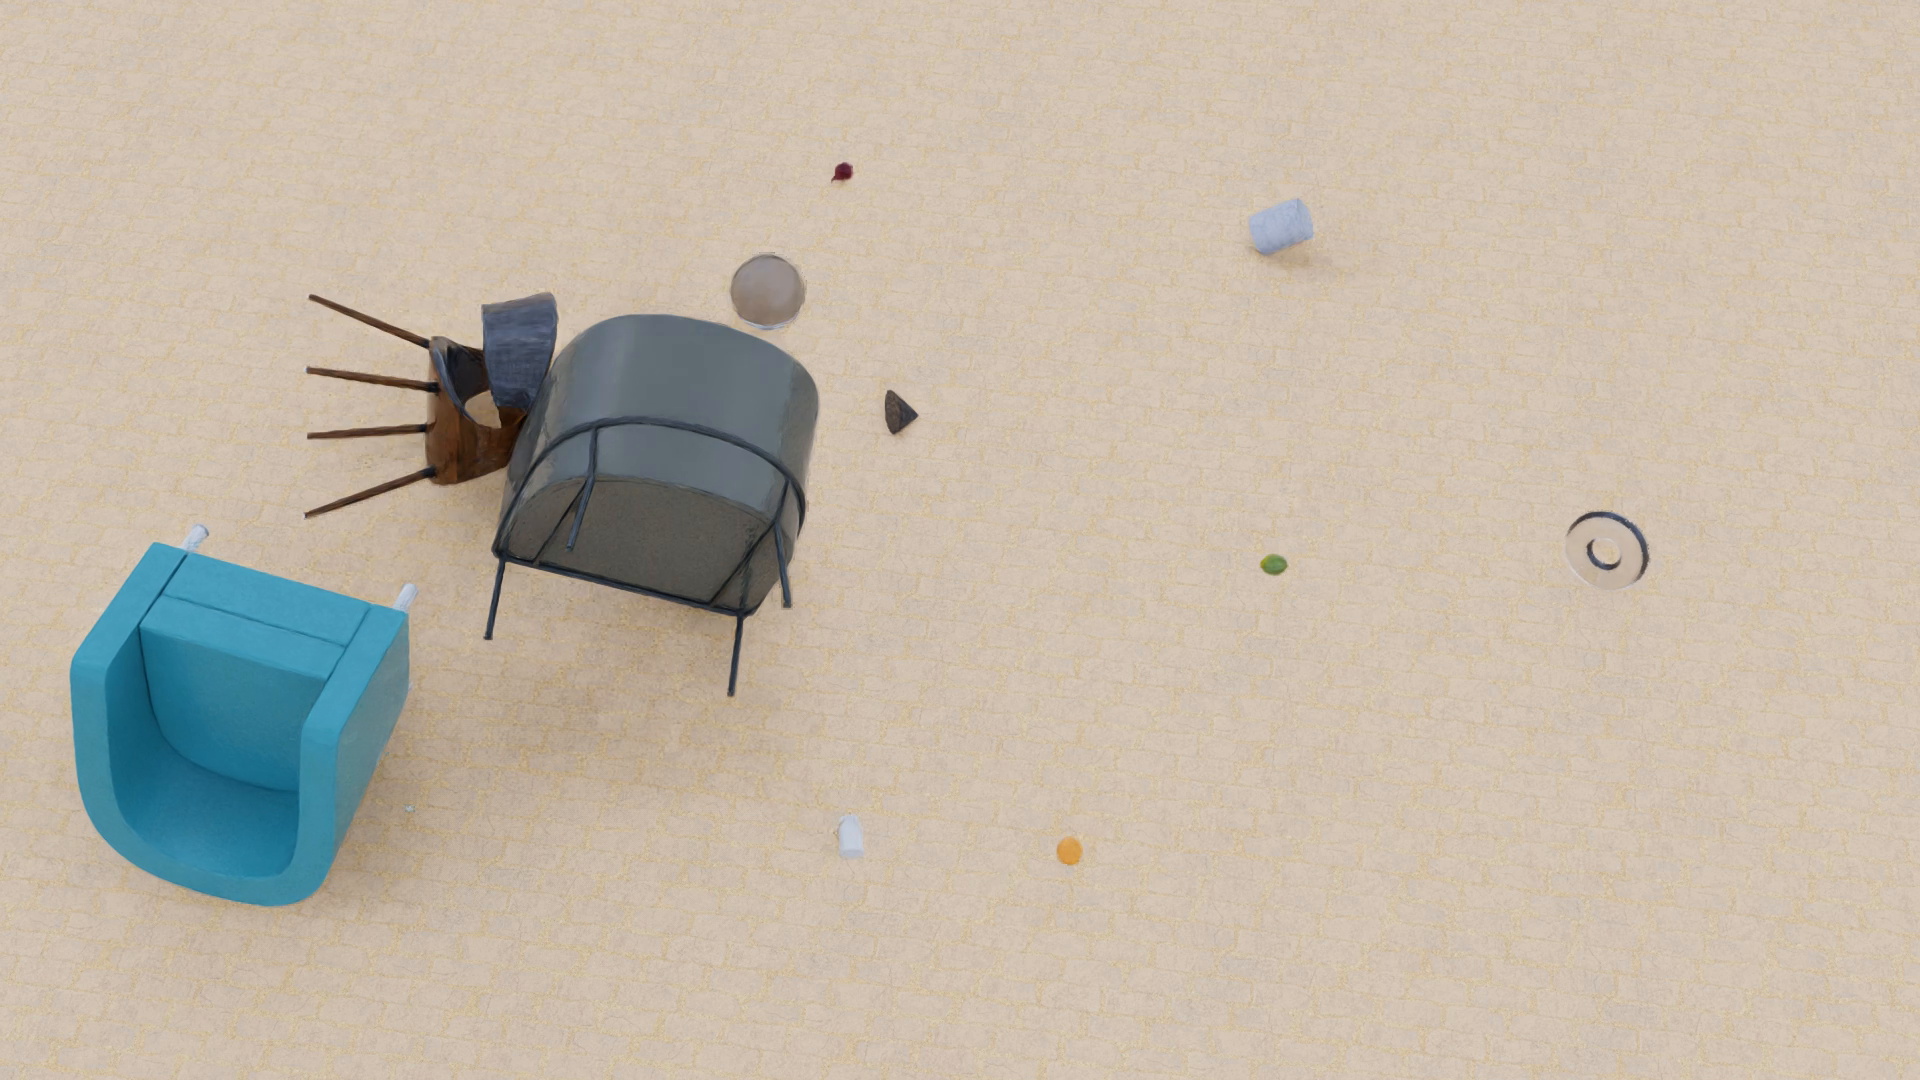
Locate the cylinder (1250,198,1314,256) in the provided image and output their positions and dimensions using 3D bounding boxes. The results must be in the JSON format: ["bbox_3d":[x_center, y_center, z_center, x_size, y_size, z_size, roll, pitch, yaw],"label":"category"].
[{"bbox_3d":[1.043,-1.015,7.132,0.166,0.136,0.136,-19,83,26],"label":"cylinder"}]

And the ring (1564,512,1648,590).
[{"bbox_3d":[1.883,0.033,6.410,0.250,0.256,0.051,24,38,27],"label":"ring"}]

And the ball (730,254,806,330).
[{"bbox_3d":[-0.608,-0.783,6.955,0.239,0.239,0.239,0,56,0],"label":"ball"}]

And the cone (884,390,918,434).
[{"bbox_3d":[-0.168,-0.391,6.811,0.095,0.094,0.162,7,51,-28],"label":"cone"}]
